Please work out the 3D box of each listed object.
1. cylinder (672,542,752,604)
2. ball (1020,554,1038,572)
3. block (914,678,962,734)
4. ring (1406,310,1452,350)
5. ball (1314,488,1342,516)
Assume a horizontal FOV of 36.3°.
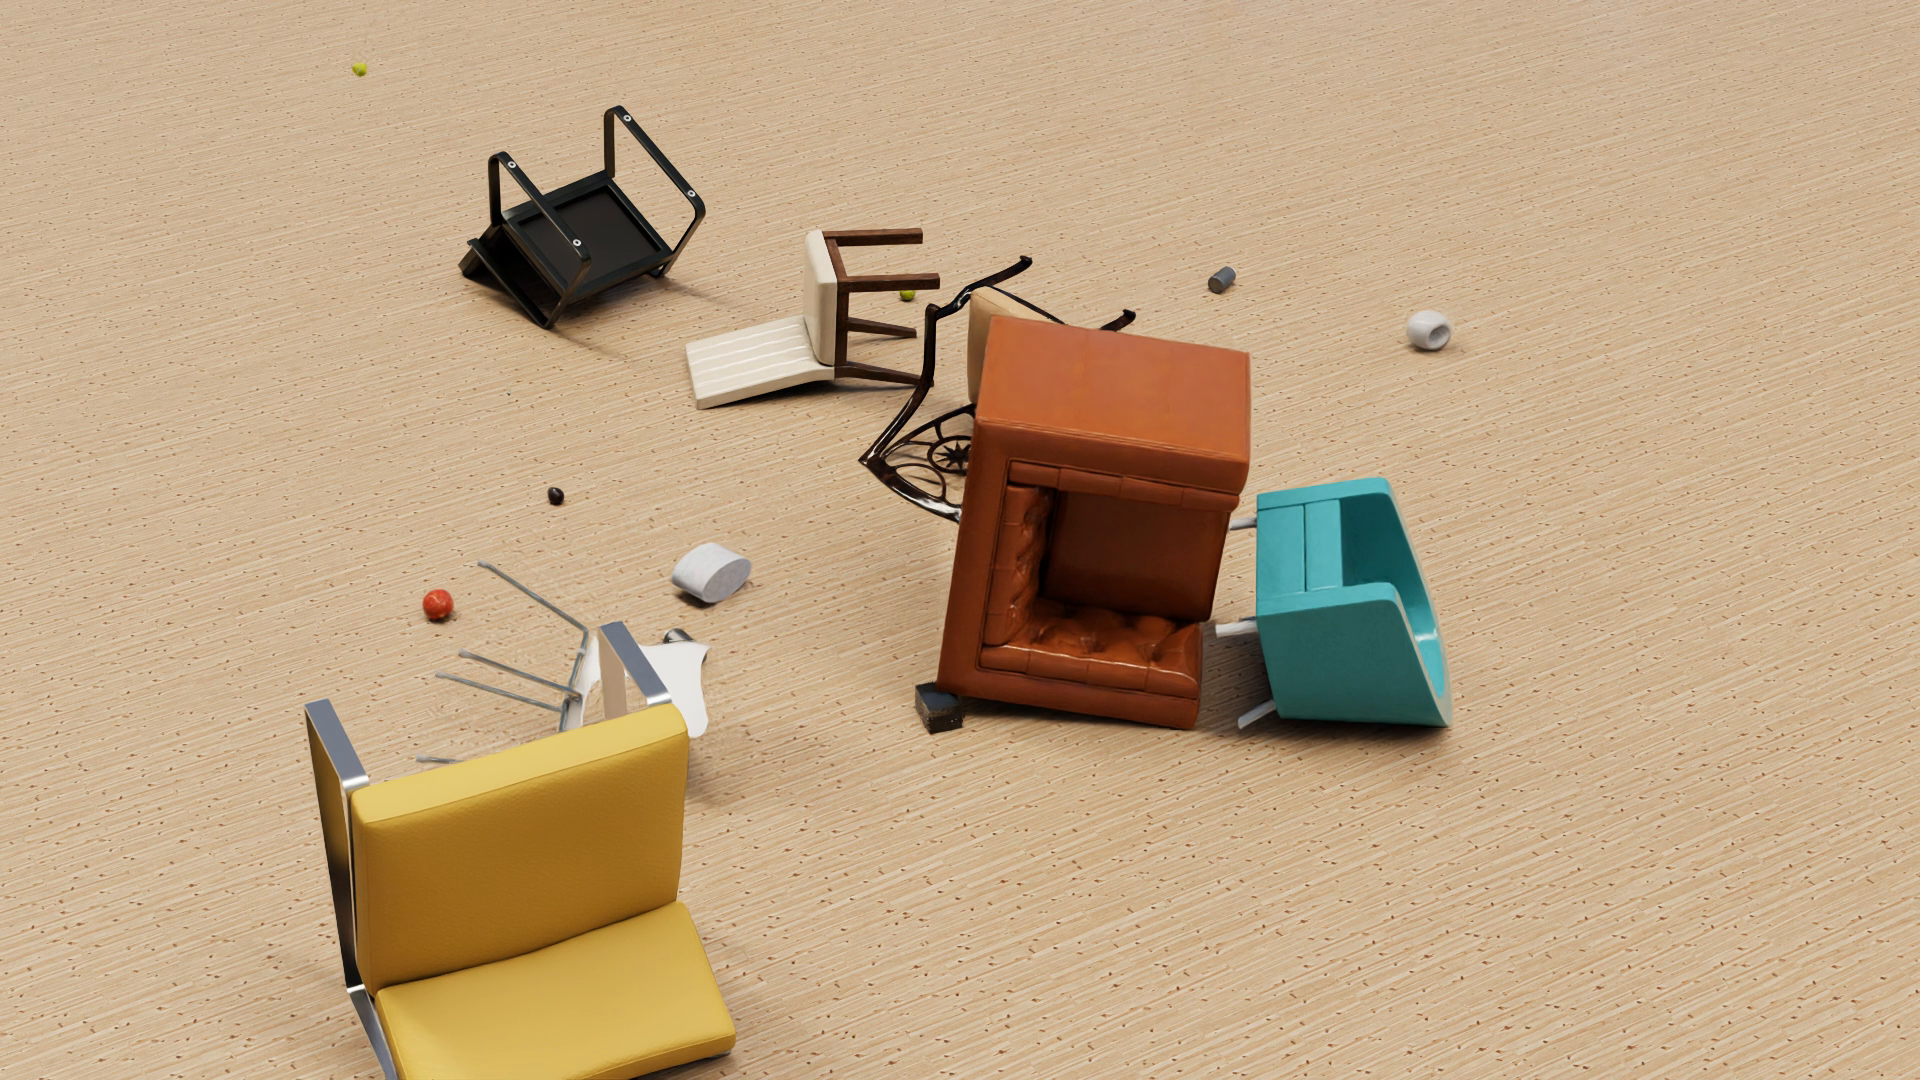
[{"bbox_3d":[-0.901,0.119,10.635,0.159,0.143,0.256,25,42,33],"label":"cylinder"},{"bbox_3d":[0.250,0.085,10.755,0.066,0.066,0.066,0,33,0],"label":"ball"},{"bbox_3d":[-0.073,0.568,9.993,0.118,0.098,0.157,-11,35,-16],"label":"block"},{"bbox_3d":[1.942,-0.871,12.128,0.190,0.155,0.128,-10,31,-31],"label":"ring"},{"bbox_3d":[1.390,-0.146,11.072,0.104,0.104,0.104,0,33,0],"label":"ball"}]
